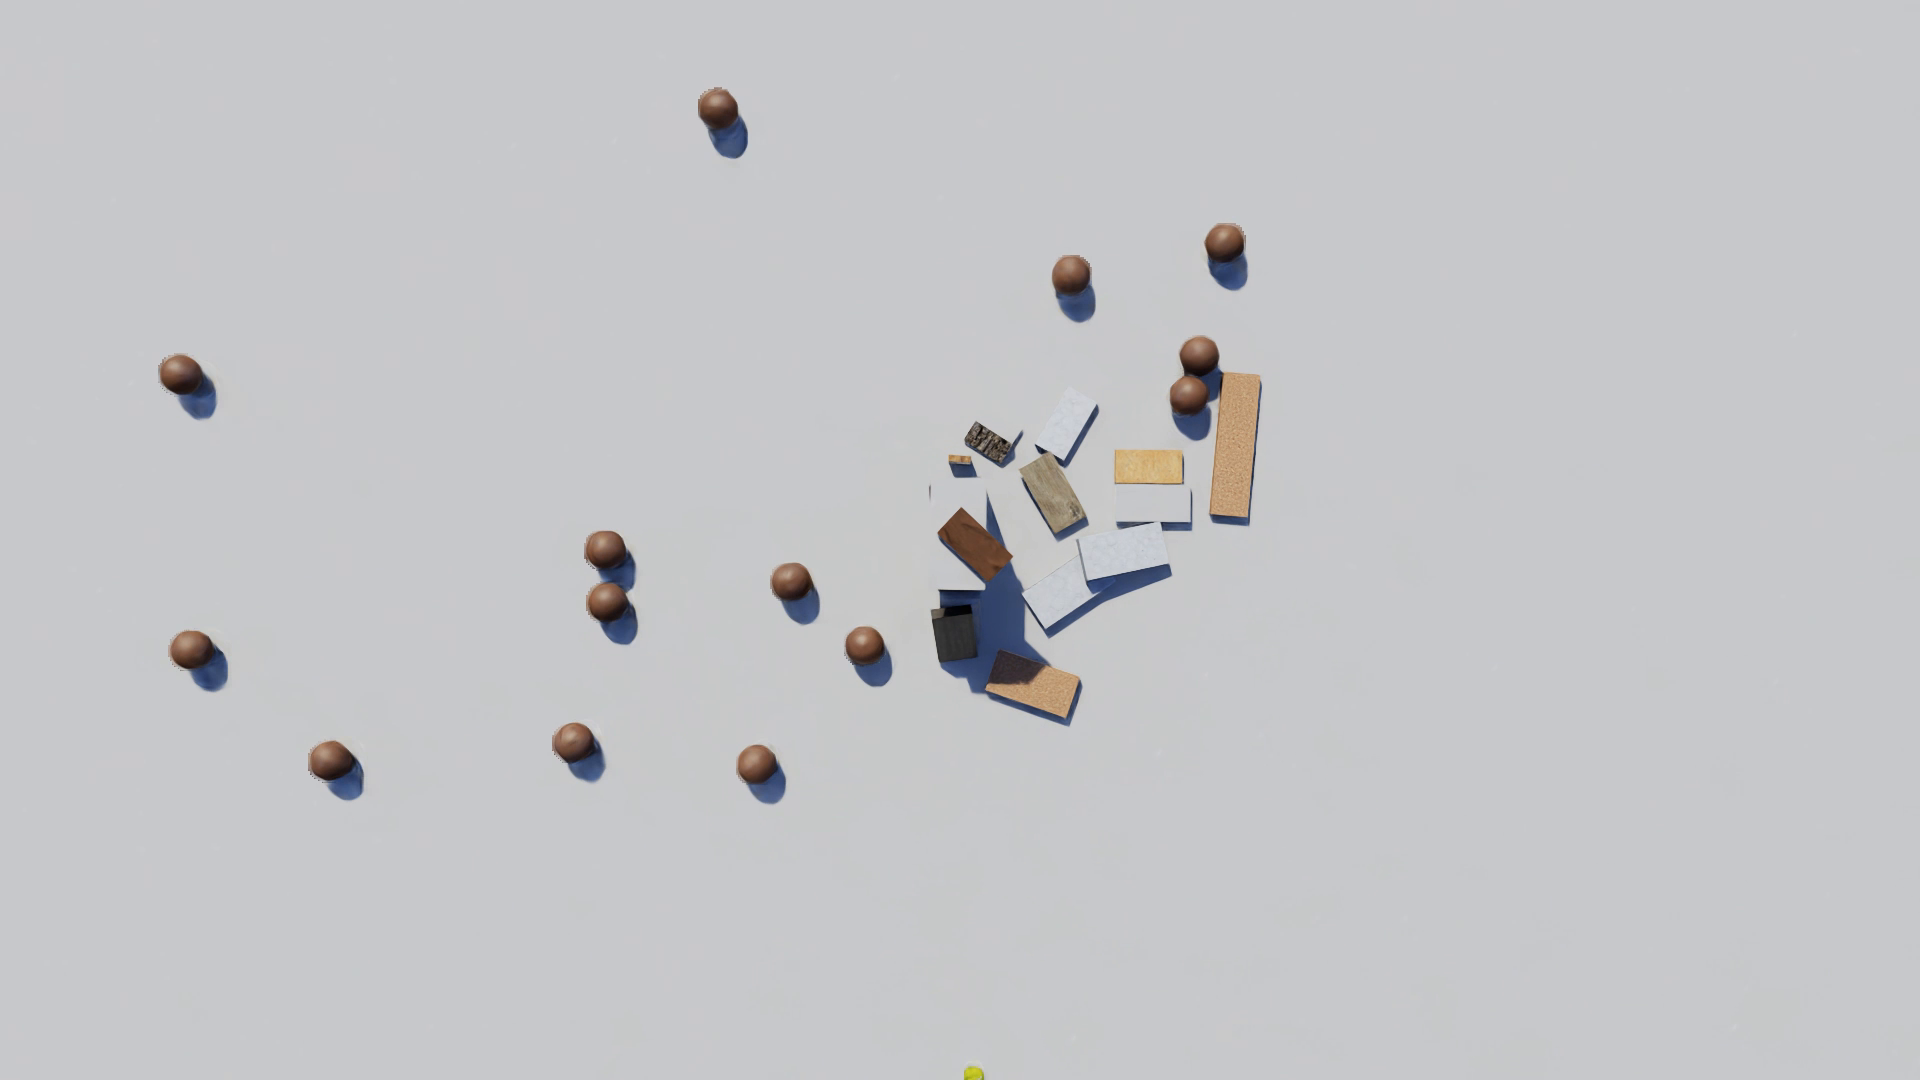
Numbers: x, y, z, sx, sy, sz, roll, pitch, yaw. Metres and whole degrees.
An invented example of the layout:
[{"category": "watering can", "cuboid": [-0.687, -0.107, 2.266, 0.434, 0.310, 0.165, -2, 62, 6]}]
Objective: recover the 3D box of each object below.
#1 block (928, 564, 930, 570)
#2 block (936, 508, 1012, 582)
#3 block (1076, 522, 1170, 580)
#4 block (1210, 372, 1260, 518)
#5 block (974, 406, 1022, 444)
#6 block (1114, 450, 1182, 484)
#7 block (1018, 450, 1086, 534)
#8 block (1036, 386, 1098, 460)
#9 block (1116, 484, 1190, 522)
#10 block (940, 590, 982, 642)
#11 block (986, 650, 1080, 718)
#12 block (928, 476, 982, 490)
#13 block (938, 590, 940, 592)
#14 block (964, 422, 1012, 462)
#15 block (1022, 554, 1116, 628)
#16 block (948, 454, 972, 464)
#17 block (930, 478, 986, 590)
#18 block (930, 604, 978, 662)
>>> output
[{"category": "block", "cuboid": [-0.011, 0.083, 5.327, 0.173, 0.346, 0.049, 9, 89, 0]}, {"category": "block", "cuboid": [0.046, 0.014, 5.088, 0.221, 0.031, 0.111, 44, 90, 0]}, {"category": "block", "cuboid": [0.538, 0.038, 5.453, 0.283, 0.040, 0.141, -12, 86, -9]}, {"category": "block", "cuboid": [0.913, -0.317, 5.483, 0.123, 0.035, 0.474, 5, 90, 0]}, {"category": "block", "cuboid": [0.125, -0.378, 5.490, 0.146, 0.021, 0.073, 33, 90, 0]}, {"category": "block", "cuboid": [0.626, -0.244, 5.484, 0.221, 0.031, 0.111, 0, 90, 0]}, {"category": "block", "cuboid": [0.306, -0.159, 5.466, 0.123, 0.035, 0.246, -30, 98, 0]}, {"category": "block", "cuboid": [0.352, -0.387, 5.484, 0.111, 0.031, 0.221, 30, 90, 0]}, {"category": "block", "cuboid": [0.641, -0.123, 5.483, 0.246, 0.035, 0.123, 1, 90, 0]}, {"category": "block", "cuboid": [0.003, 0.250, 5.383, 0.131, 0.261, 0.037, -2, 55, 0]}, {"category": "block", "cuboid": [0.241, 0.476, 5.480, 0.283, 0.040, 0.141, 19, 90, 0]}, {"category": "block", "cuboid": [-0.011, -0.165, 5.326, 0.173, 0.346, 0.049, -5, 95, 0]}, {"category": "block", "cuboid": [-0.005, 0.145, 5.369, 0.131, 0.261, 0.037, -2, 87, 0]}, {"category": "block", "cuboid": [0.093, -0.325, 5.478, 0.146, 0.021, 0.073, 32, 110, 0]}, {"category": "block", "cuboid": [0.360, 0.158, 5.480, 0.283, 0.040, 0.141, -34, 90, 0]}, {"category": "block", "cuboid": [-0.001, -0.265, 5.427, 0.073, 0.146, 0.021, 4, 90, 0]}, {"category": "block", "cuboid": [-0.006, -0.019, 5.128, 0.173, 0.049, 0.346, 1, 90, 0]}, {"category": "block", "cuboid": [-0.018, 0.307, 5.384, 0.131, 0.261, 0.037, -8, 53, 0]}]
